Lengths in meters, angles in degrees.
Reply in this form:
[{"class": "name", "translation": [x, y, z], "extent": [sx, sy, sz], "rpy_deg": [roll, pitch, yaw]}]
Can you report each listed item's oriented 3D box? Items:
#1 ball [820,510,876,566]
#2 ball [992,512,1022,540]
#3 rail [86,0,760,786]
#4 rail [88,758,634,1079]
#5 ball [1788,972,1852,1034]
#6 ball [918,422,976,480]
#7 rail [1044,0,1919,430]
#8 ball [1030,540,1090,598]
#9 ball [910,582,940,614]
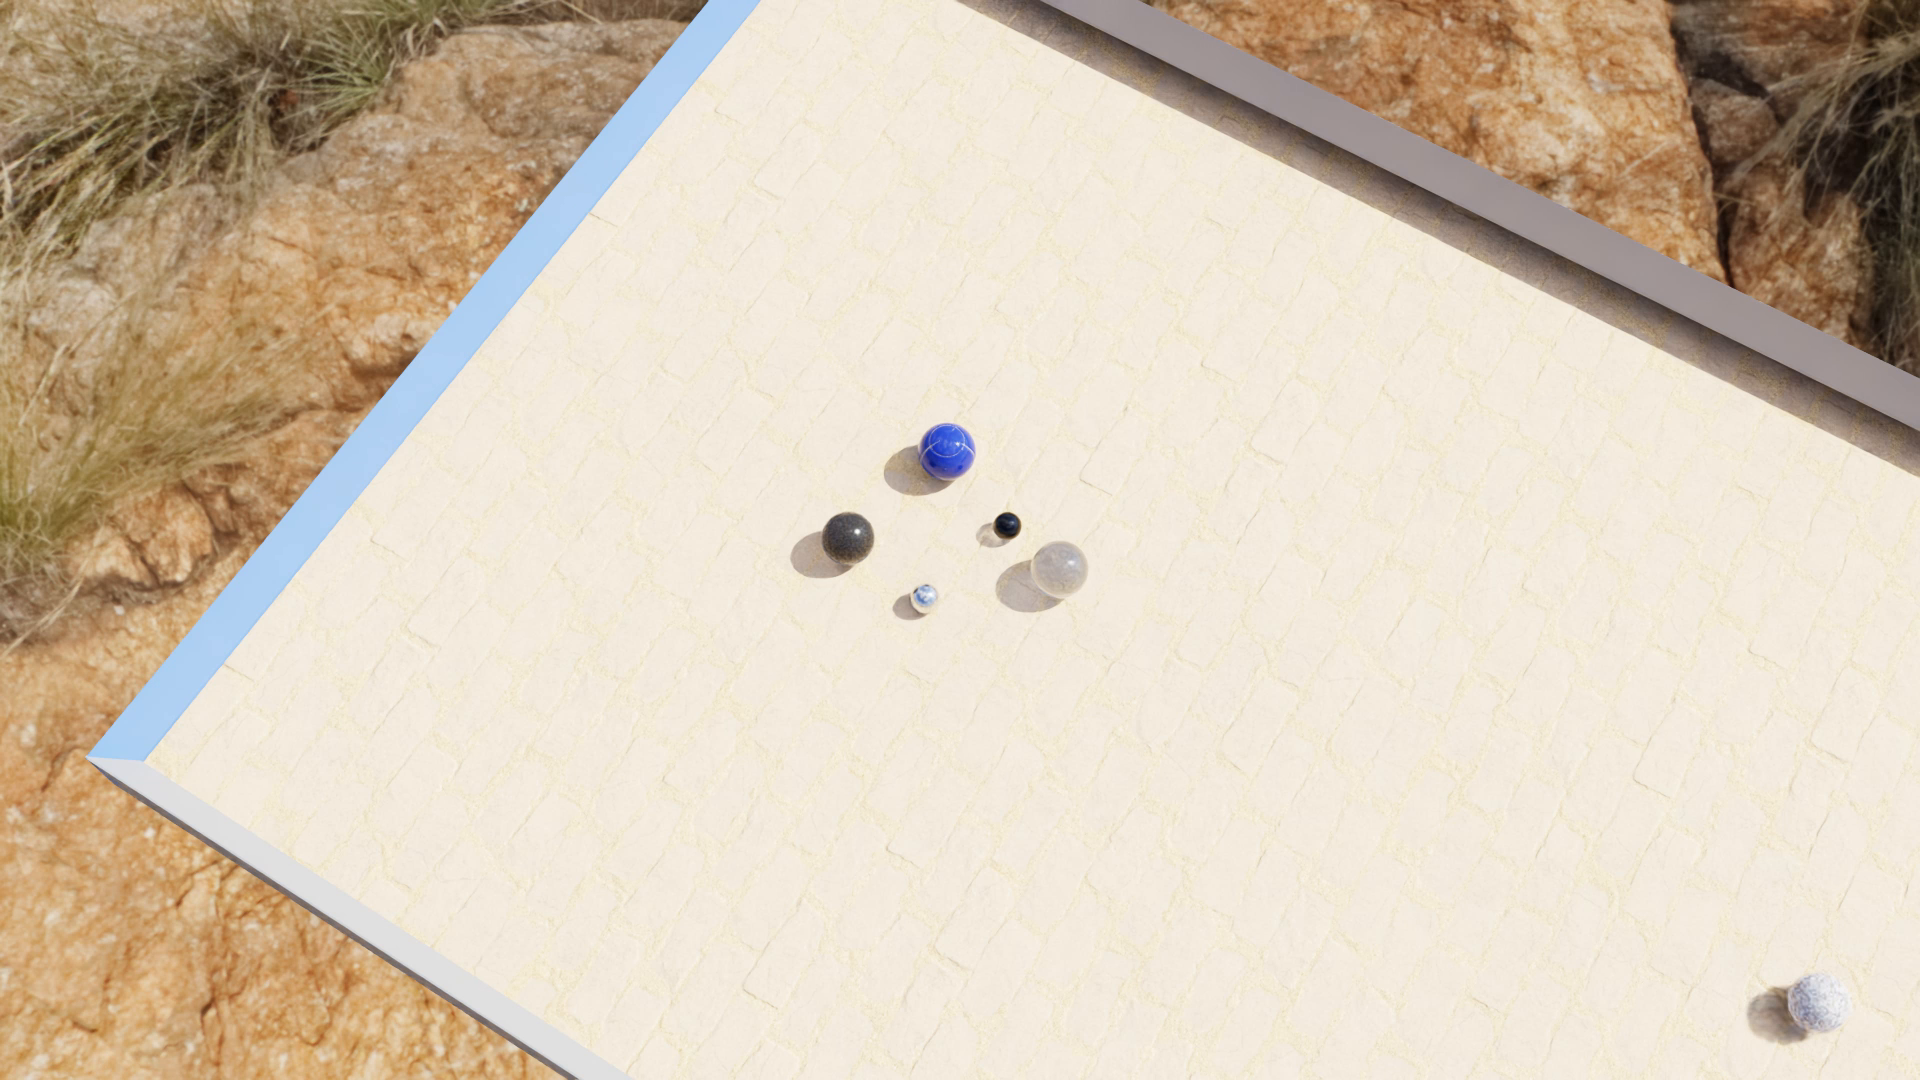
[{"class": "ball", "translation": [-0.181, -0.003, 3.555], "extent": [0.088, 0.088, 0.088], "rpy_deg": [0, 65, 0]}, {"class": "ball", "translation": [0.077, -0.023, 3.586], "extent": [0.048, 0.048, 0.048], "rpy_deg": [0, 65, 0]}, {"class": "rail", "translation": [-0.757, -0.433, 3.732], "extent": [0.045, 0.126, 2.065], "rpy_deg": [29, 68, 13]}, {"class": "rail", "translation": [0.249, 1.203, 2.975], "extent": [3.649, 0.126, 0.045], "rpy_deg": [29, 68, 13]}, {"class": "ball", "translation": [1.266, 0.681, 3.238], "extent": [0.089, 0.089, 0.089], "rpy_deg": [0, 65, 0]}, {"class": "ball", "translation": [-0.021, -0.145, 3.616], "extent": [0.097, 0.097, 0.097], "rpy_deg": [0, 65, 0]}, {"class": "rail", "translation": [1.306, -0.358, 3.697], "extent": [3.649, 0.126, 0.045], "rpy_deg": [29, 68, 13]}, {"class": "ball", "translation": [0.160, 0.047, 3.529], "extent": [0.094, 0.094, 0.094], "rpy_deg": [0, 65, 0]}, {"class": "ball", "translation": [-0.056, 0.093, 3.532], "extent": [0.049, 0.049, 0.049], "rpy_deg": [0, 65, 0]}]
